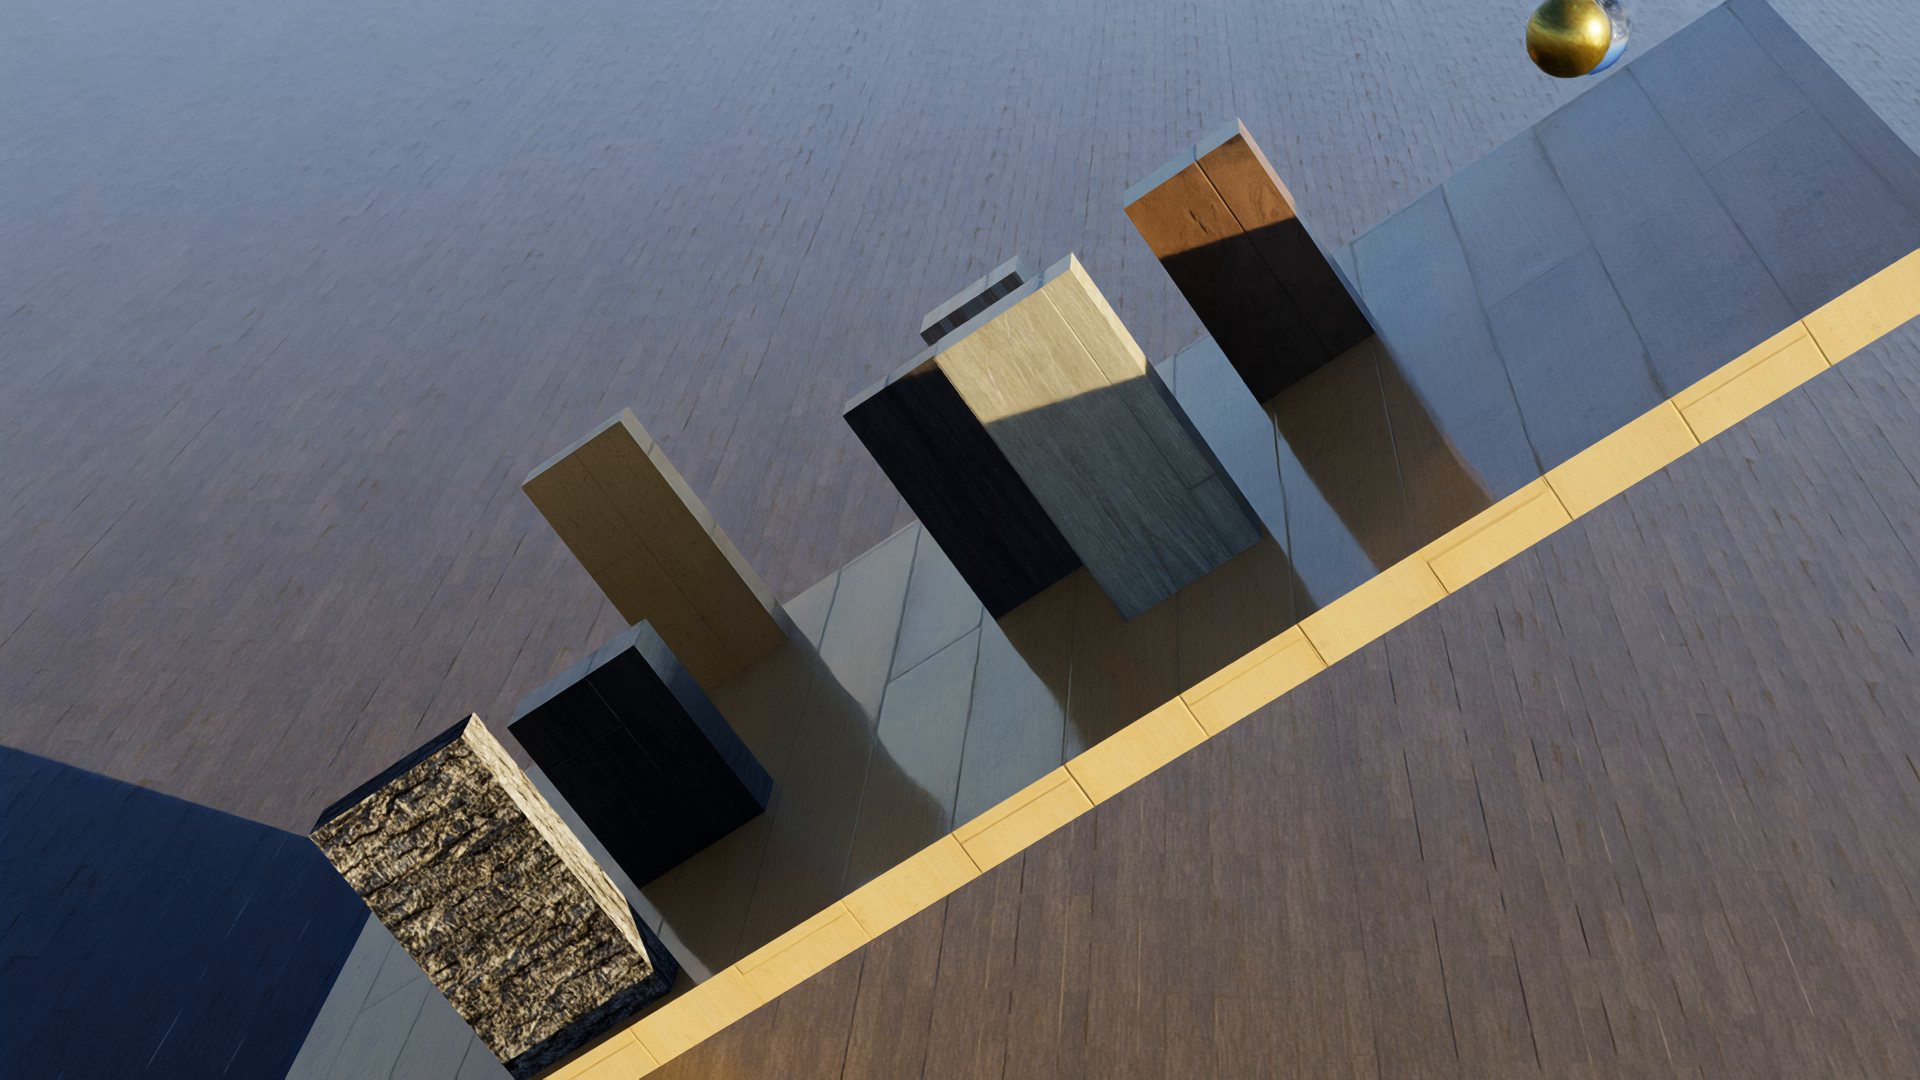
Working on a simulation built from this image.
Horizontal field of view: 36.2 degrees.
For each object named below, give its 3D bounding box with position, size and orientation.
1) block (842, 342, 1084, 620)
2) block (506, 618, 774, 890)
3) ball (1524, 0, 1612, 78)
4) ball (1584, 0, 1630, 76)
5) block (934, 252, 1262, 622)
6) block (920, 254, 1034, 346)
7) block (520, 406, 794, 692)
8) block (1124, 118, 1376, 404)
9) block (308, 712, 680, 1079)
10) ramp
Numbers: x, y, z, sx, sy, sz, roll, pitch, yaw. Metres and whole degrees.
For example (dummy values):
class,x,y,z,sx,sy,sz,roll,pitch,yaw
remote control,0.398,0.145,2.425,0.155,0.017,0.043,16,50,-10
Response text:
class,x,y,z,sx,sy,sz,roll,pitch,yaw
block,0.092,-0.171,6.173,0.427,0.554,0.092,-32,16,15
block,-0.670,0.452,6.197,0.336,0.454,0.143,-32,16,15
ball,1.167,-0.968,5.643,0.163,0.163,0.163,0,21,0
ball,1.244,-1.015,5.859,0.178,0.178,0.178,0,21,0
block,0.269,-0.193,5.665,0.314,0.652,0.114,-32,16,15
block,0.170,-0.345,6.582,0.257,0.519,0.134,-32,16,15
block,-0.728,0.038,7.123,0.301,0.676,0.105,-32,16,15
block,0.621,-0.598,6.321,0.293,0.528,0.145,-32,16,15
block,-0.884,0.688,5.611,0.372,0.643,0.108,-32,16,15
ramp,0.135,0.174,6.307,4.000,0.100,2.000,-32,16,15
